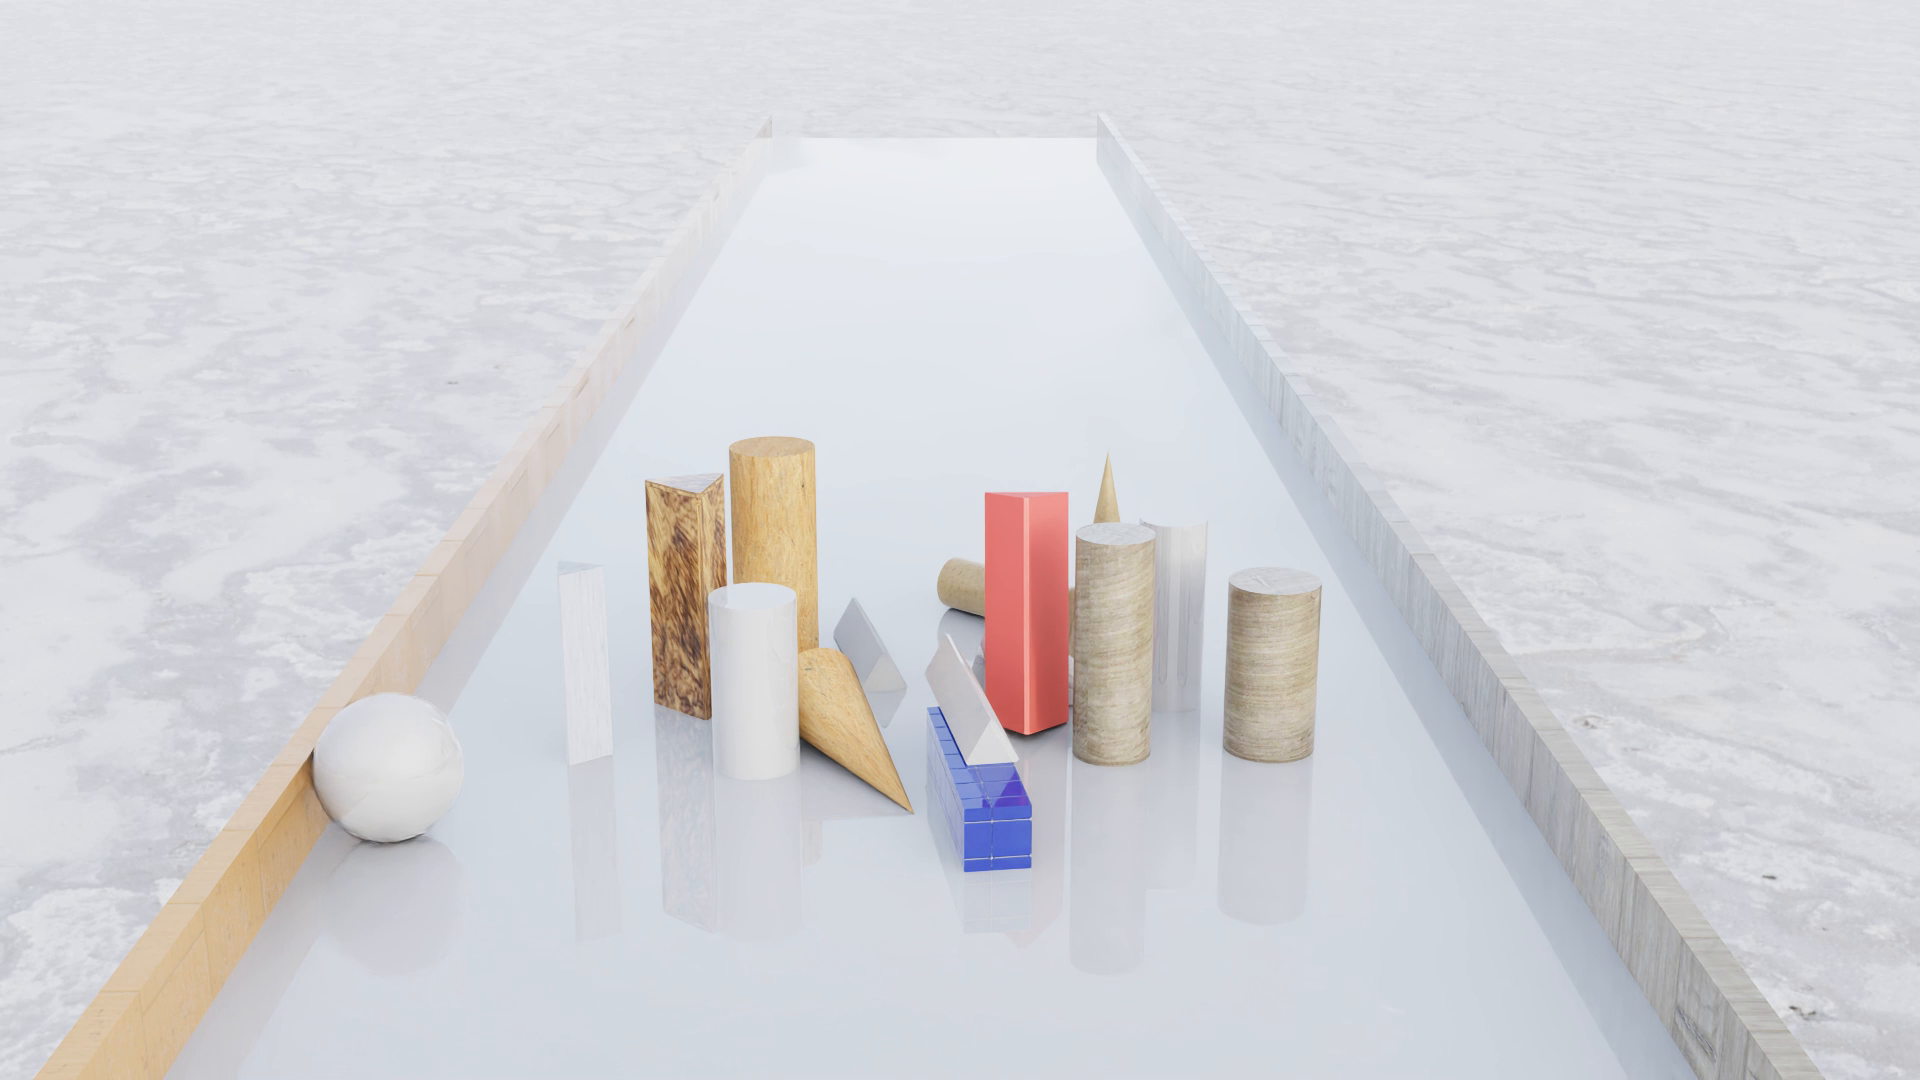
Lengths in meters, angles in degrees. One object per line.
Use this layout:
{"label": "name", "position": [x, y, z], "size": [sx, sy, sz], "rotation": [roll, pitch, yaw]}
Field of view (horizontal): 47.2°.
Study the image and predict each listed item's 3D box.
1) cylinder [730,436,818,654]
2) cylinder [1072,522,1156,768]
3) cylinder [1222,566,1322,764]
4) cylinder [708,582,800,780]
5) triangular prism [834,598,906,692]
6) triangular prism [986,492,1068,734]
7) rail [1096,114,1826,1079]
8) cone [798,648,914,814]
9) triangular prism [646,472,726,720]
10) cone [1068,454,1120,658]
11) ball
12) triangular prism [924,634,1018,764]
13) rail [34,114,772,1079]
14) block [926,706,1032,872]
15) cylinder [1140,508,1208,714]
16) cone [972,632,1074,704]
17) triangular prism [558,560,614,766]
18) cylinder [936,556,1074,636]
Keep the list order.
{"label": "cylinder", "position": [-0.369, 0.025, 4.379], "size": [0.169, 0.435, 0.169], "rotation": [0, 17, 0]}
{"label": "cylinder", "position": [0.271, 0.185, 3.888], "size": [0.140, 0.409, 0.140], "rotation": [0, 17, 0]}
{"label": "cylinder", "position": [0.557, 0.222, 3.928], "size": [0.164, 0.314, 0.164], "rotation": [0, 17, 0]}
{"label": "cylinder", "position": [-0.360, 0.246, 3.852], "size": [0.153, 0.312, 0.153], "rotation": [0, 17, 0]}
{"label": "triangular prism", "position": [-0.183, 0.203, 4.400], "size": [0.090, 0.078, 0.348], "rotation": [-4, 17, -12]}
{"label": "triangular prism", "position": [0.104, 0.128, 4.036], "size": [0.131, 0.427, 0.151], "rotation": [3, 7, 32]}
{"label": "rail", "position": [0.932, -0.844, 7.801], "size": [0.050, 0.150, 12.000], "rotation": [0, 17, -1]}
{"label": "cone", "position": [-0.172, 0.366, 3.847], "size": [0.172, 0.172, 0.430], "rotation": [-8, 30, -26]}
{"label": "triangular prism", "position": [-0.486, 0.098, 4.127], "size": [0.146, 0.439, 0.126], "rotation": [14, 22, 39]}
{"label": "cone", "position": [0.291, 0.029, 4.371], "size": [0.158, 0.432, 0.158], "rotation": [0, 17, 0]}
{"label": "ball", "position": [-0.927, 0.369, 3.566], "size": [0.239, 0.239, 0.239], "rotation": [0, 17, 0]}
{"label": "triangular prism", "position": [0.015, 0.268, 3.807], "size": [0.087, 0.076, 0.435], "rotation": [-3, 17, -9]}
{"label": "rail", "position": [-1.118, -0.838, 7.780], "size": [0.050, 0.150, 12.000], "rotation": [0, 17, -1]}
{"label": "block", "position": [0.027, 0.406, 3.671], "size": [0.108, 0.108, 0.450], "rotation": [-2, 17, -8]}
{"label": "cylinder", "position": [0.398, 0.133, 4.142], "size": [0.127, 0.364, 0.127], "rotation": [0, 17, 0]}
{"label": "cone", "position": [0.207, 0.269, 4.171], "size": [0.340, 0.176, 0.176], "rotation": [19, 21, 12]}
{"label": "triangular prism", "position": [-0.681, 0.213, 3.893], "size": [0.091, 0.351, 0.079], "rotation": [-13, 21, -37]}
{"label": "cylinder", "position": [0.112, 0.121, 4.626], "size": [0.334, 0.110, 0.110], "rotation": [14, 22, 40]}
